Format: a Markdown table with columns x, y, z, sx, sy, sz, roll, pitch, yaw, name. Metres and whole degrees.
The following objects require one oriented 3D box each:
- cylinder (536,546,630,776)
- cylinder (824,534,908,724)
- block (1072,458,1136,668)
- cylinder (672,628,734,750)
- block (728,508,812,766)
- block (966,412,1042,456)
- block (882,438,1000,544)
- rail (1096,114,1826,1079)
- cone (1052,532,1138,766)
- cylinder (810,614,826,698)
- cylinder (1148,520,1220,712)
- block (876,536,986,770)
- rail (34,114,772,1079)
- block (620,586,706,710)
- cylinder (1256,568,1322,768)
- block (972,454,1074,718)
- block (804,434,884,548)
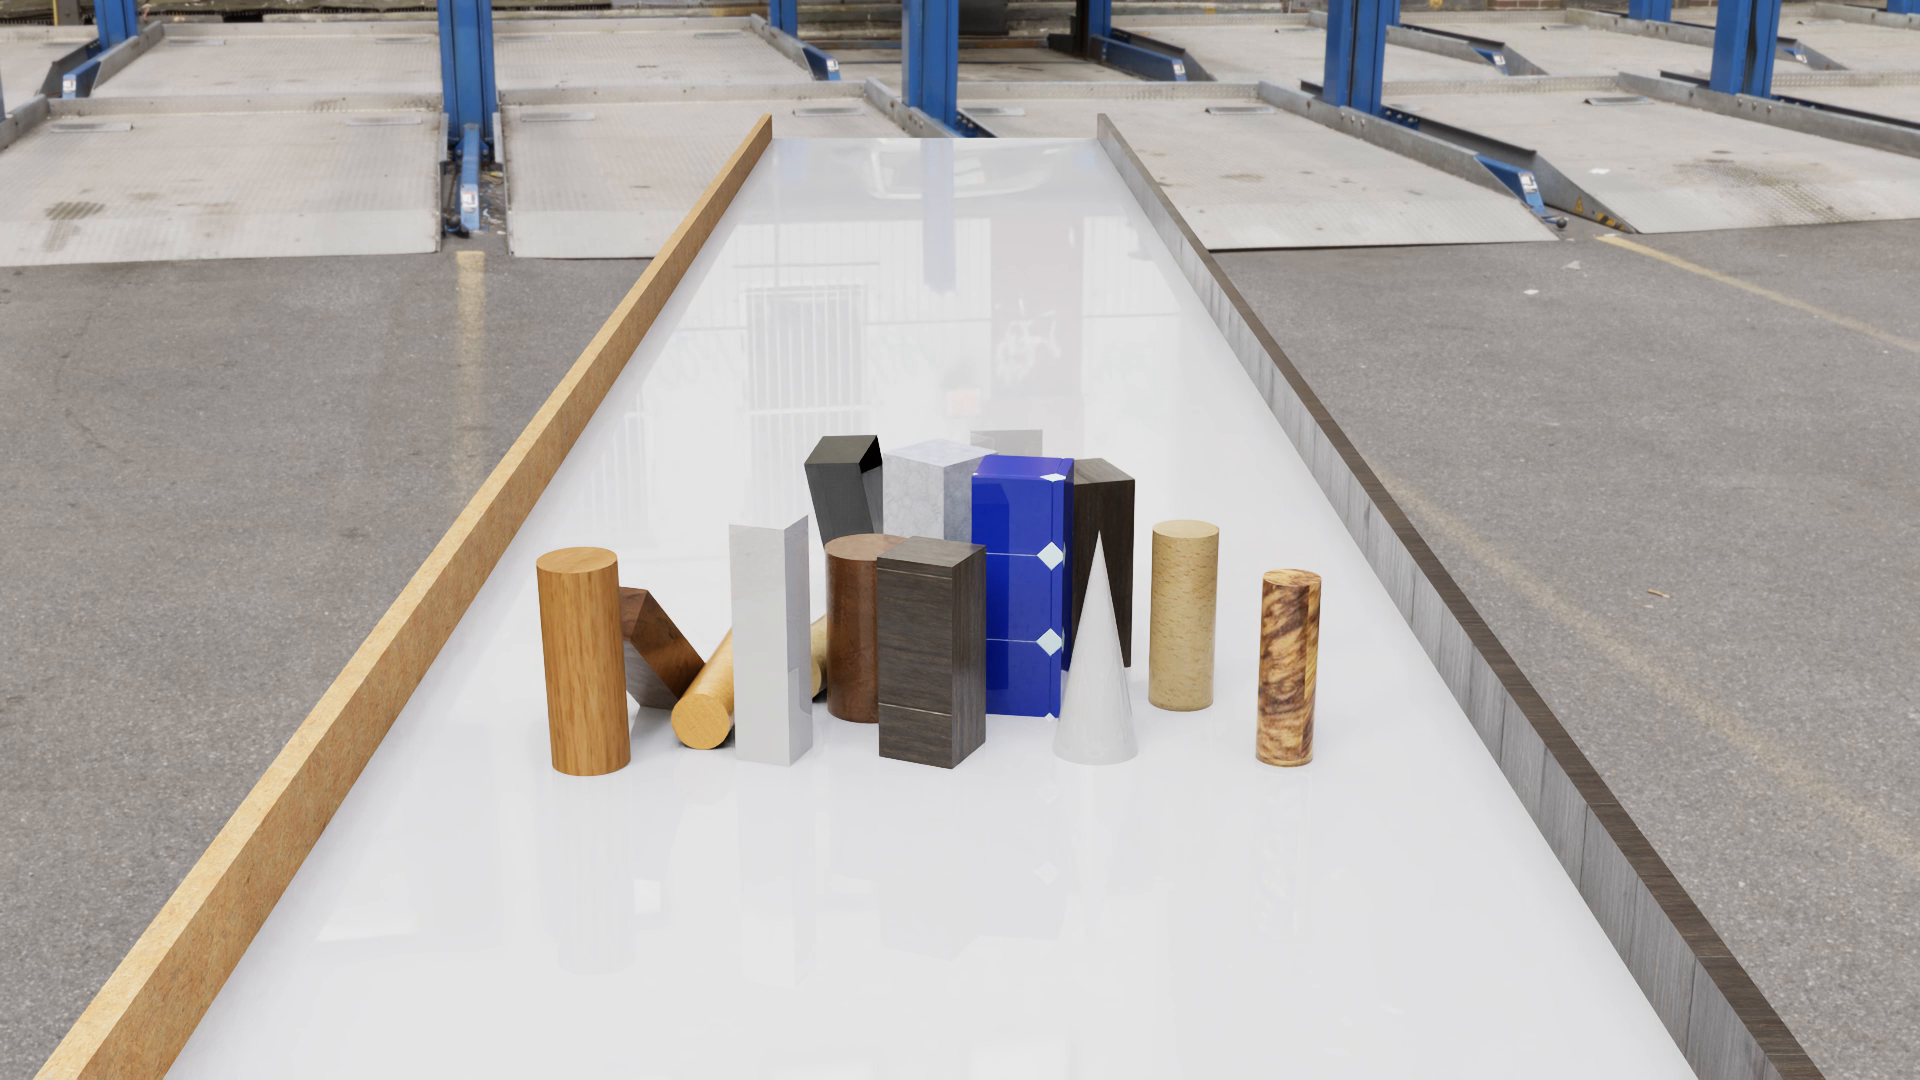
| x | y | z | sx | sy | sz | roll | pitch | yaw | name |
| --- | --- | --- | --- | --- | --- | --- | --- | --- | --- |
| -0.657 | 0.212 | 3.844 | 0.139 | 0.377 | 0.139 | -1 | 19 | 0 | cylinder |
| -0.165 | 0.164 | 4.118 | 0.173 | 0.317 | 0.173 | 0 | 17 | 0 | cylinder |
| 0.228 | 0.051 | 4.375 | 0.178 | 0.387 | 0.178 | -5 | 17 | -18 | block |
| -0.438 | 0.266 | 4.143 | 0.107 | 0.107 | 0.423 | 2 | 17 | 7 | cylinder |
| -0.332 | 0.173 | 3.881 | 0.104 | 0.436 | 0.104 | 6 | 18 | 19 | block |
| 0.088 | -0.021 | 4.499 | 0.144 | 0.455 | 0.144 | -1 | 17 | -4 | block |
| -0.037 | 0.031 | 4.375 | 0.162 | 0.425 | 0.162 | 14 | 22 | 40 | block |
| 0.932 | -0.844 | 7.801 | 0.050 | 0.150 | 12.000 | 0 | 17 | -1 | rail |
| 0.244 | 0.180 | 3.902 | 0.156 | 0.410 | 0.156 | 0 | 17 | 0 | cone |
| -0.235 | 0.195 | 4.367 | 0.117 | 0.117 | 0.446 | 6 | 18 | 20 | cylinder |
| 0.421 | 0.142 | 4.149 | 0.125 | 0.341 | 0.125 | 0 | 17 | 0 | cylinder |
| -0.049 | 0.198 | 3.907 | 0.144 | 0.373 | 0.144 | 8 | 18 | 24 | block |
| -1.118 | -0.838 | 7.780 | 0.050 | 0.150 | 12.000 | 0 | 17 | -1 | rail |
| -0.582 | 0.201 | 4.048 | 0.104 | 0.104 | 0.301 | 6 | -27 | 19 | block |
| 0.578 | 0.226 | 3.878 | 0.102 | 0.335 | 0.102 | 0 | 17 | 0 | cylinder |
| 0.118 | 0.086 | 4.134 | 0.169 | 0.459 | 0.169 | 3 | 17 | 9 | block |
| -0.221 | -0.040 | 4.696 | 0.124 | 0.349 | 0.124 | 0 | 31 | 19 | block |
